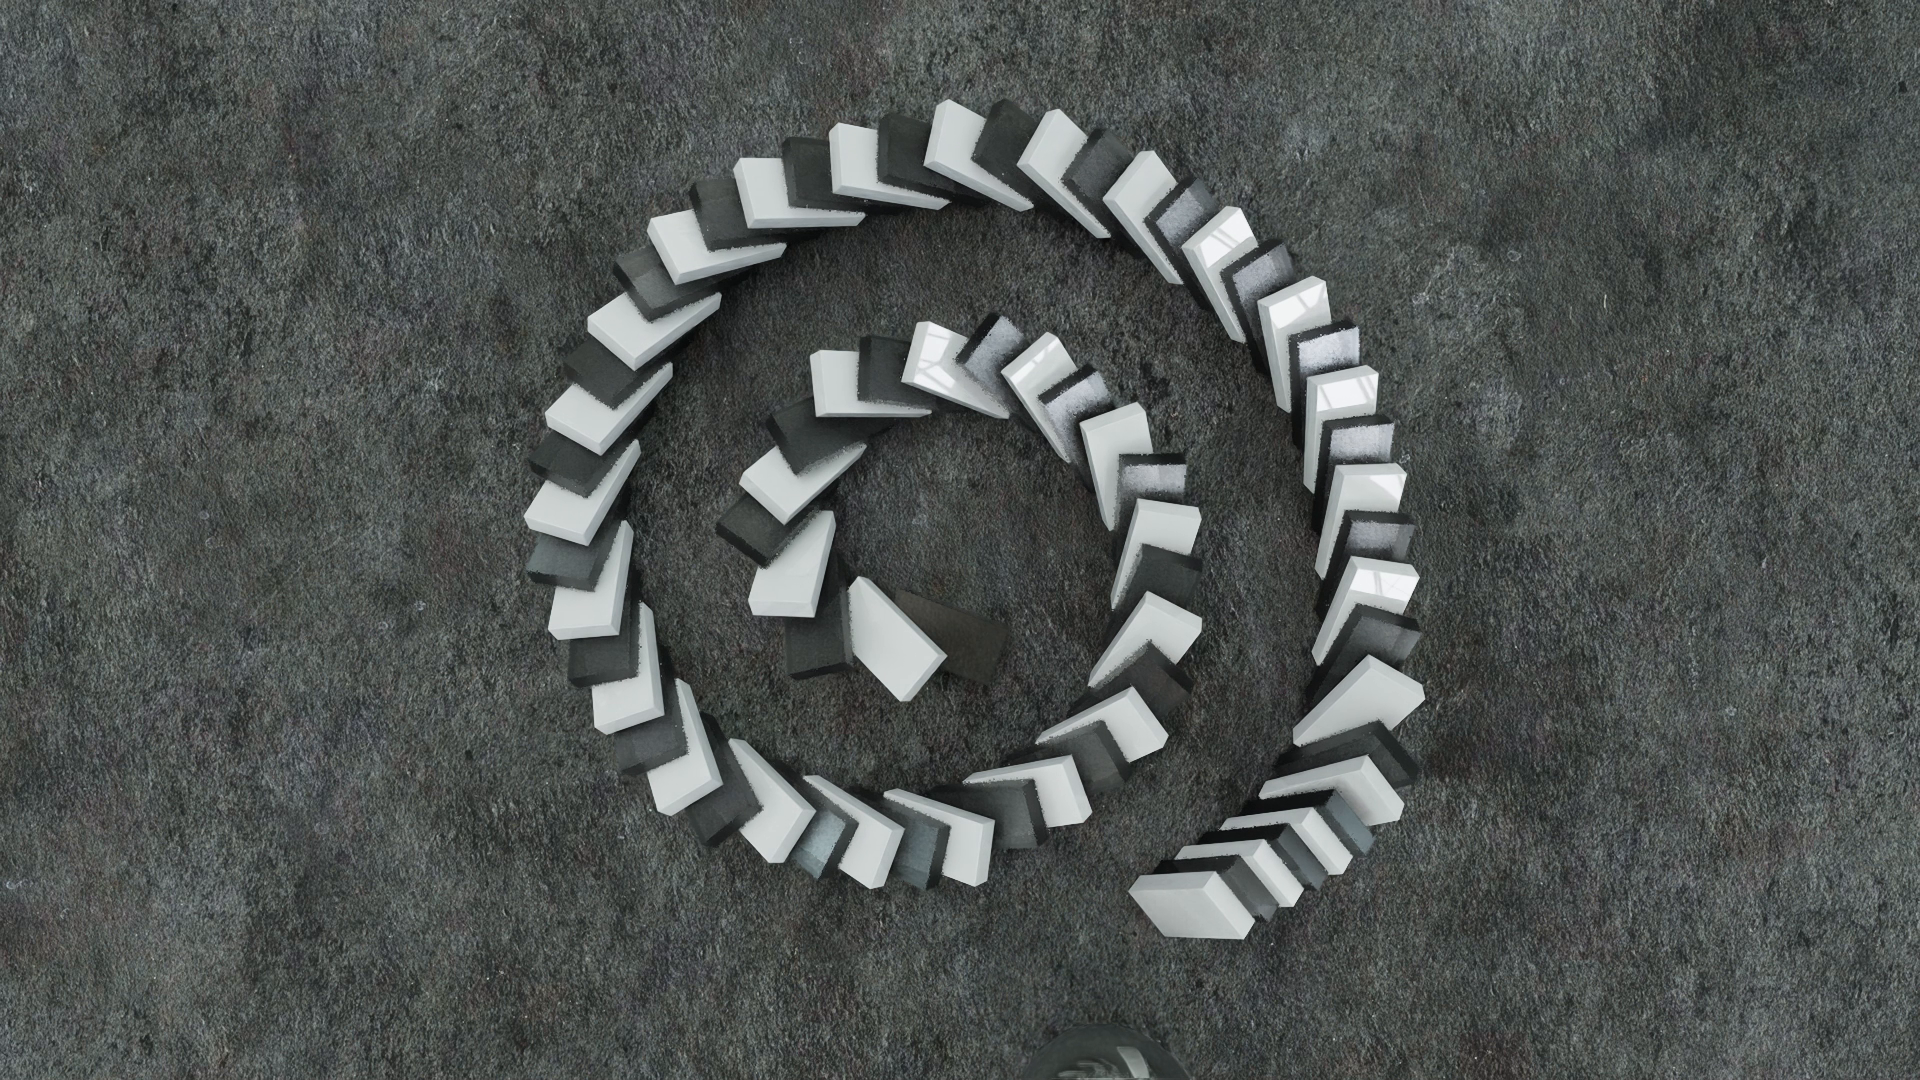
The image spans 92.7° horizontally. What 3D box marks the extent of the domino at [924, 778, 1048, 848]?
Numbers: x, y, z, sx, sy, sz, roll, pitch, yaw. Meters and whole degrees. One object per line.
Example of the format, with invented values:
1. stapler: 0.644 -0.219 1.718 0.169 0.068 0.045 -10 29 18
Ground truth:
1. domino: 0.010 0.115 0.382 0.050 0.009 0.025 -14 90 33

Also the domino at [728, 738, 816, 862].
1. domino: -0.085 0.108 0.383 0.050 0.010 0.025 33 90 33

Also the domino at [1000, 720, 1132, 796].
1. domino: 0.044 0.095 0.383 0.050 0.009 0.025 -30 90 33

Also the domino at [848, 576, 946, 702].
1. domino: -0.032 0.041 0.385 0.050 0.010 0.025 42 98 22

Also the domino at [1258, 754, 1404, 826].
1. domino: 0.152 0.107 0.378 0.025 0.050 0.009 52 46 -2

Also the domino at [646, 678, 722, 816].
1. domino: -0.119 0.086 0.383 0.025 0.009 0.050 -31 58 0

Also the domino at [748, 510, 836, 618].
1. domino: -0.068 0.009 0.379 0.025 0.009 0.050 2 47 5

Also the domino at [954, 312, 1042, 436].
1. domino: 0.023 -0.069 0.382 0.050 0.010 0.025 37 89 -35

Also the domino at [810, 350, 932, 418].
1. domino: -0.036 -0.064 0.382 0.050 0.009 0.025 -5 89 -35

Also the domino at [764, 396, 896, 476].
1. domino: -0.053 -0.049 0.382 0.050 0.010 0.025 -31 90 -34

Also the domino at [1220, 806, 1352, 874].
1. domino: 0.132 0.125 0.377 0.010 0.050 0.025 -39 90 -33

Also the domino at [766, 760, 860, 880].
1. domino: -0.068 0.116 0.383 0.050 0.009 0.025 27 90 32

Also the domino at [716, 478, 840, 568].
1. domino: -0.075 -0.014 0.381 0.025 0.010 0.050 36 55 3

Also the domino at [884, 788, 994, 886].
1. domino: -0.011 0.123 0.382 0.050 0.009 0.025 8 90 33

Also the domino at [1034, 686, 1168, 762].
1. domino: 0.058 0.083 0.382 0.050 0.010 0.025 -36 91 33

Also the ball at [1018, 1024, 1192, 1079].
1. ball: 0.058 0.235 0.360 0.080 0.080 0.080 0 90 0

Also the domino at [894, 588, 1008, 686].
1. domino: -0.007 0.042 0.395 0.050 0.009 0.025 21 90 0

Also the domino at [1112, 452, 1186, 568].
1. domino: 0.078 -0.012 0.382 0.025 0.010 0.050 -2 124 -1

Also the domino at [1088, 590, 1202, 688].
1. domino: 0.077 0.047 0.382 0.025 0.010 0.050 27 123 0

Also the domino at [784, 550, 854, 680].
1. domino: -0.060 0.031 0.382 0.025 0.010 0.050 -14 63 10

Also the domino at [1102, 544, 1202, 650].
1. domino: 0.080 0.027 0.382 0.025 0.009 0.050 16 123 0

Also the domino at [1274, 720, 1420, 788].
1. domino: 0.159 0.094 0.379 0.025 0.050 0.010 51 45 0

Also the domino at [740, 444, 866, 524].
1. domino: -0.065 -0.032 0.382 0.025 0.010 0.050 43 56 0

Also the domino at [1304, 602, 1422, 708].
1. domino: 0.167 0.052 0.383 0.025 0.009 0.050 16 122 0

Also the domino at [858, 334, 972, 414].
1. domino: -0.018 -0.068 0.382 0.050 0.010 0.025 2 90 -35

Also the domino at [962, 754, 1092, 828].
1. domino: 0.027 0.107 0.383 0.050 0.010 0.025 -20 90 32

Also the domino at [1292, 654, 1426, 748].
1. domino: 0.165 0.073 0.382 0.025 0.010 0.050 30 124 0

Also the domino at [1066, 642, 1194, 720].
1. domino: 0.070 0.067 0.382 0.025 0.010 0.050 42 124 -1

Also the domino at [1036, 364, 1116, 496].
1. domino: 0.054 -0.045 0.382 0.025 0.009 0.050 -34 124 0

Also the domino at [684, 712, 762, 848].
1. domino: -0.105 0.099 0.383 0.025 0.010 0.050 -40 57 0

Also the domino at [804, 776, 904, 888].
1. domino: -0.049 0.121 0.383 0.050 0.009 0.025 21 90 32

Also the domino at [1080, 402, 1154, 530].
1. domino: 0.068 -0.030 0.382 0.025 0.010 0.050 -20 124 0

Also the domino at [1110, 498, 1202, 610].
1. domino: 0.081 0.008 0.382 0.025 0.010 0.050 9 123 0

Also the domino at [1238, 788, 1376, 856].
1. domino: 0.141 0.118 0.376 0.009 0.050 0.025 -39 90 -33

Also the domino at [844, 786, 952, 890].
1. domino: -0.029 0.123 0.382 0.050 0.009 0.025 13 91 33

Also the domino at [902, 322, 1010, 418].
1. domino: 0.002 -0.070 0.382 0.050 0.010 0.025 15 90 -35

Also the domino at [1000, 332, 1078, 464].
1. domino: 0.041 -0.059 0.382 0.025 0.009 0.050 -40 124 0
